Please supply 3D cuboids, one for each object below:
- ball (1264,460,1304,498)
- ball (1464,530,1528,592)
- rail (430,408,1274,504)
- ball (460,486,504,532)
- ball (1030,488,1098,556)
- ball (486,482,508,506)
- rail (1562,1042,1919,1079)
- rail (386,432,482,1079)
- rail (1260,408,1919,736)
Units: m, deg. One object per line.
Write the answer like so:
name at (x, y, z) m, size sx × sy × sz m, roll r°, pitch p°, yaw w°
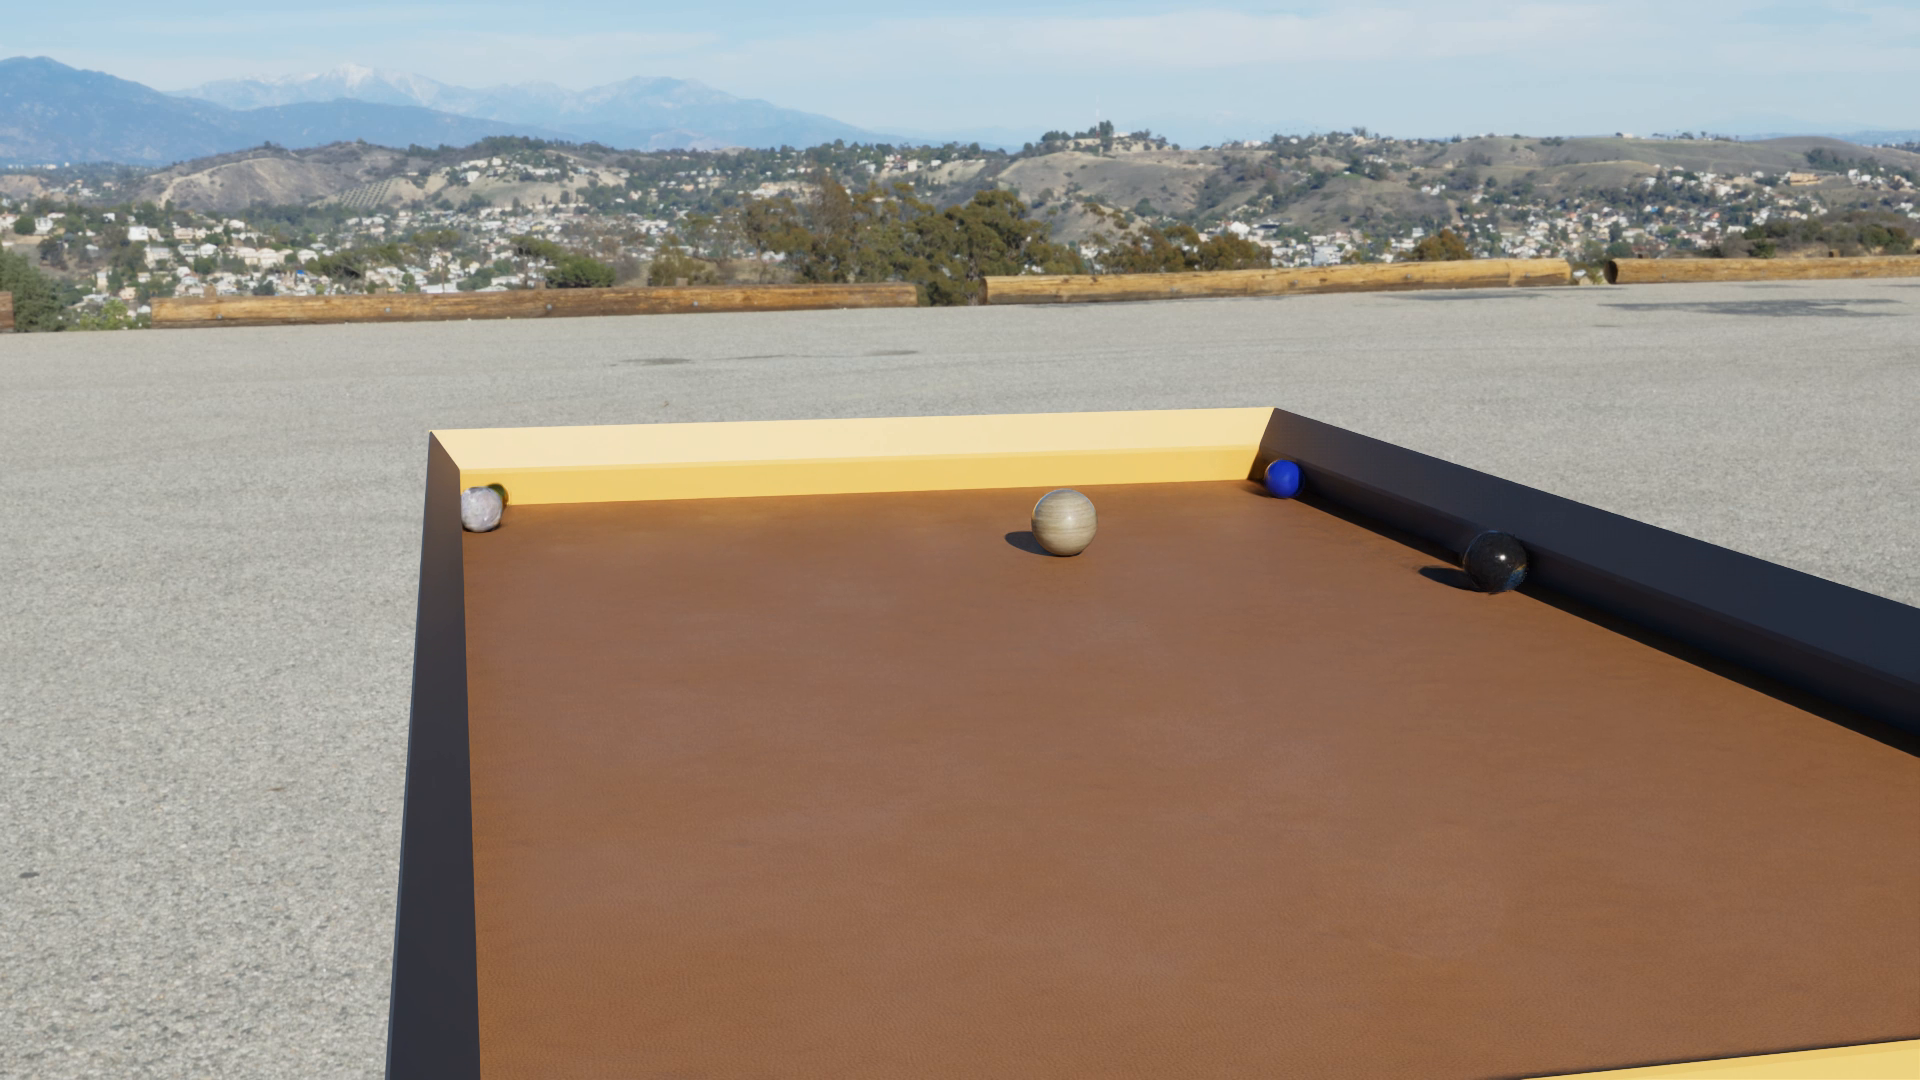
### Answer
ball at (0.542, -0.102, 3.687) m, size 0.066 × 0.066 × 0.066 m, roll 0°, pitch 10°, yaw 0°
ball at (0.707, 0.028, 2.905) m, size 0.082 × 0.082 × 0.082 m, roll 0°, pitch 10°, yaw 0°
rail at (-0.147, -0.140, 3.725) m, size 1.459 × 0.126 × 0.045 m, roll -2°, pitch 10°, yaw -13°
ball at (-0.734, -0.047, 3.360) m, size 0.071 × 0.071 × 0.071 m, roll 0°, pitch 10°, yaw 0°
ball at (0.150, -0.025, 3.165) m, size 0.097 × 0.097 × 0.097 m, roll 0°, pitch 10°, yaw 0°
ball at (-0.754, -0.070, 3.557) m, size 0.047 × 0.047 × 0.047 m, roll 0°, pitch 10°, yaw 0°
rail at (0.451, 0.317, 1.151) m, size 1.459 × 0.126 × 0.045 m, roll -2°, pitch 10°, yaw -13°
rail at (-0.536, 0.116, 2.283) m, size 0.045 × 0.126 × 2.729 m, roll -2°, pitch 10°, yaw -13°
rail at (0.840, 0.061, 2.593) m, size 0.045 × 0.126 × 2.729 m, roll -2°, pitch 10°, yaw -13°
